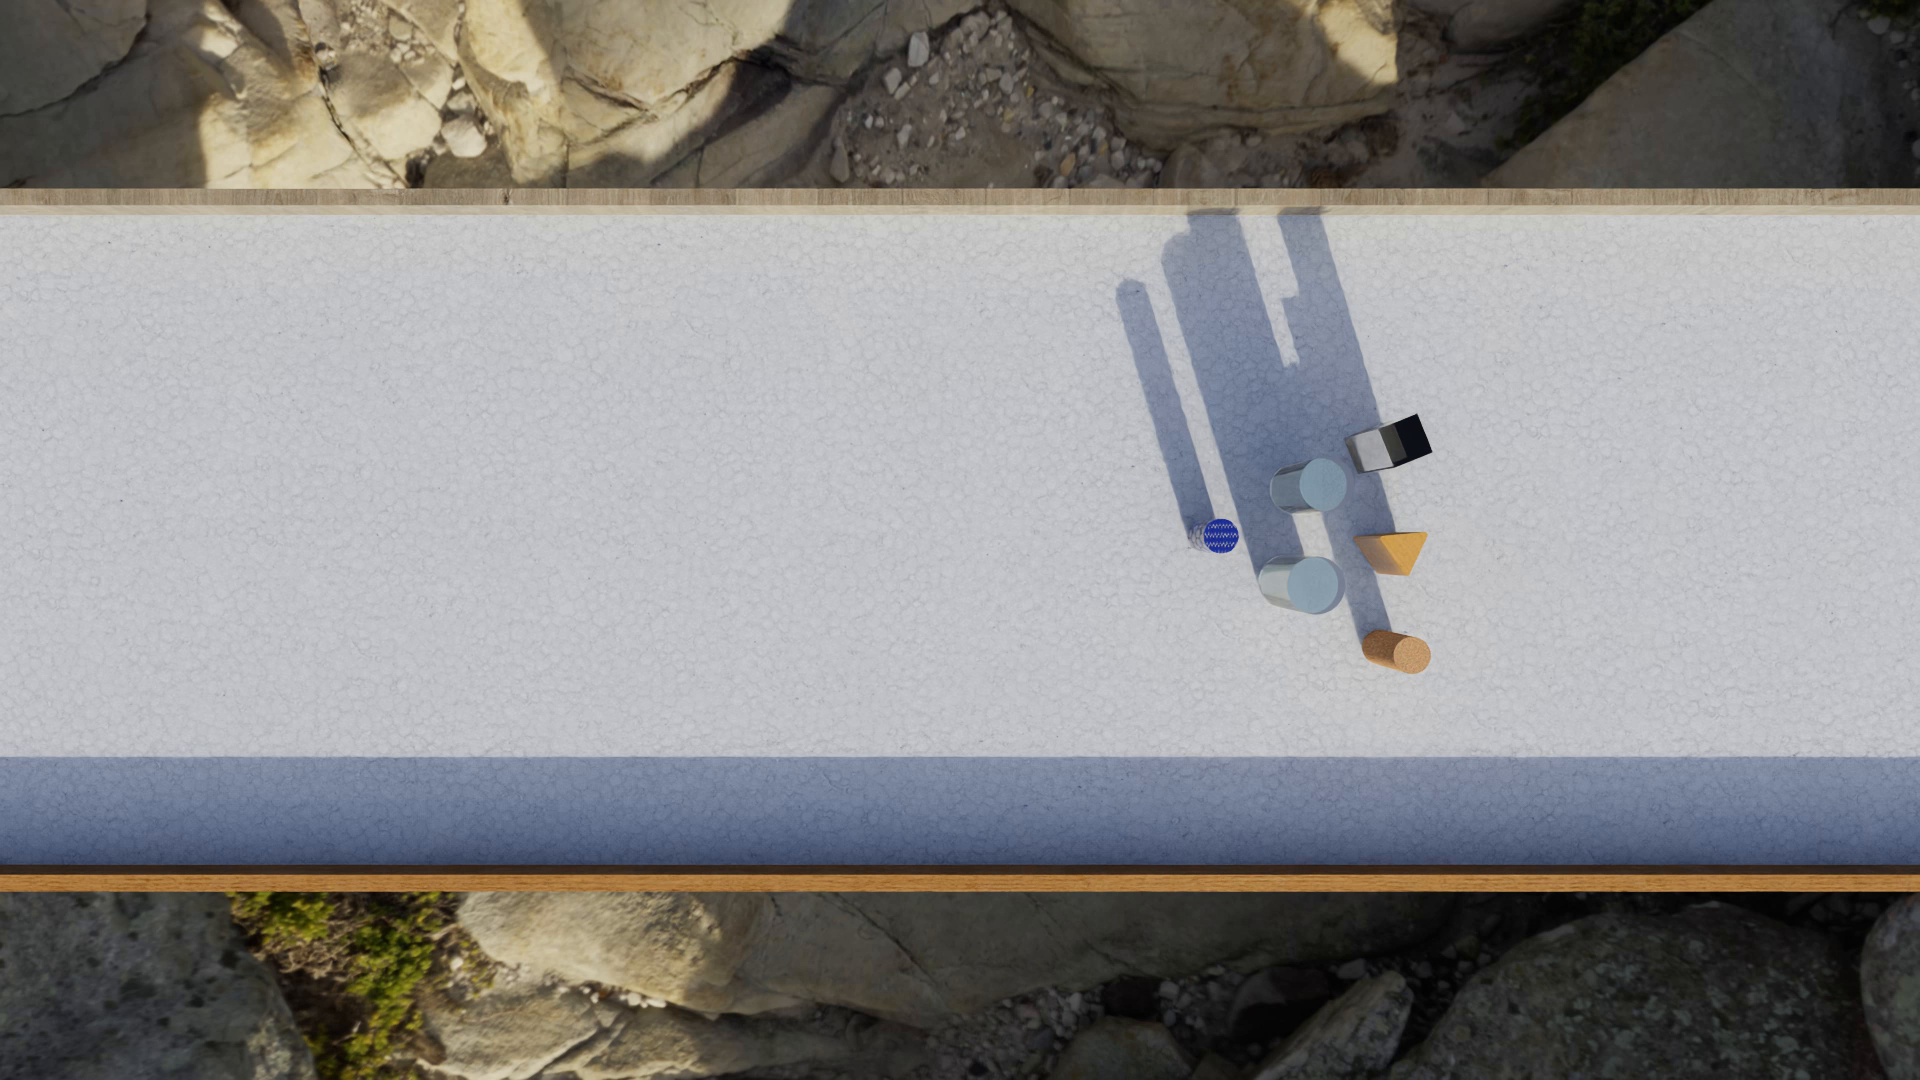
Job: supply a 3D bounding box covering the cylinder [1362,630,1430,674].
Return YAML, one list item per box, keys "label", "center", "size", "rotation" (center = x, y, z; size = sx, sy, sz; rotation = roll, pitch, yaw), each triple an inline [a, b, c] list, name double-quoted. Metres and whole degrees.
- label: "cylinder"
  center: [1.290, 0.329, 4.891]
  size: [0.106, 0.370, 0.106]
  rotation: [0, 90, 0]

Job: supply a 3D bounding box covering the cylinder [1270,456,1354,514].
- label: "cylinder"
  center: [1.029, -0.157, 4.852]
  size: [0.154, 0.449, 0.154]
  rotation: [0, 90, 0]

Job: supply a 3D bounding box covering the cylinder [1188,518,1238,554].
- label: "cylinder"
  center: [0.752, -0.011, 4.910]
  size: [0.101, 0.333, 0.101]
  rotation: [0, 90, 0]

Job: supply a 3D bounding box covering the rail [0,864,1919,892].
- label: "rail"
  center: [-2.247, 1.025, 5.001]
  size: [12.000, 0.150, 0.050]
  rotation: [0, 90, 0]

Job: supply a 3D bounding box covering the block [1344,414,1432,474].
- label: "block"
  center: [1.258, -0.280, 4.865]
  size: [0.118, 0.423, 0.118]
  rotation: [-22, 90, 0]

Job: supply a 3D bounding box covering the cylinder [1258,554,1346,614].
- label: "cylinder"
  center: [1.000, 0.128, 4.854]
  size: [0.164, 0.445, 0.164]
  rotation: [0, 90, 0]

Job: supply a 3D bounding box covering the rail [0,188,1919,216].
- label: "rail"
  center: [-2.247, -1.025, 5.002]
  size: [12.000, 0.150, 0.050]
  rotation: [0, 90, 0]

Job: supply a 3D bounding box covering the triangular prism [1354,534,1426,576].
- label: "triangular prism"
  center: [1.297, 0.014, 4.912]
  size: [0.118, 0.330, 0.137]
  rotation: [-35, 90, 0]
